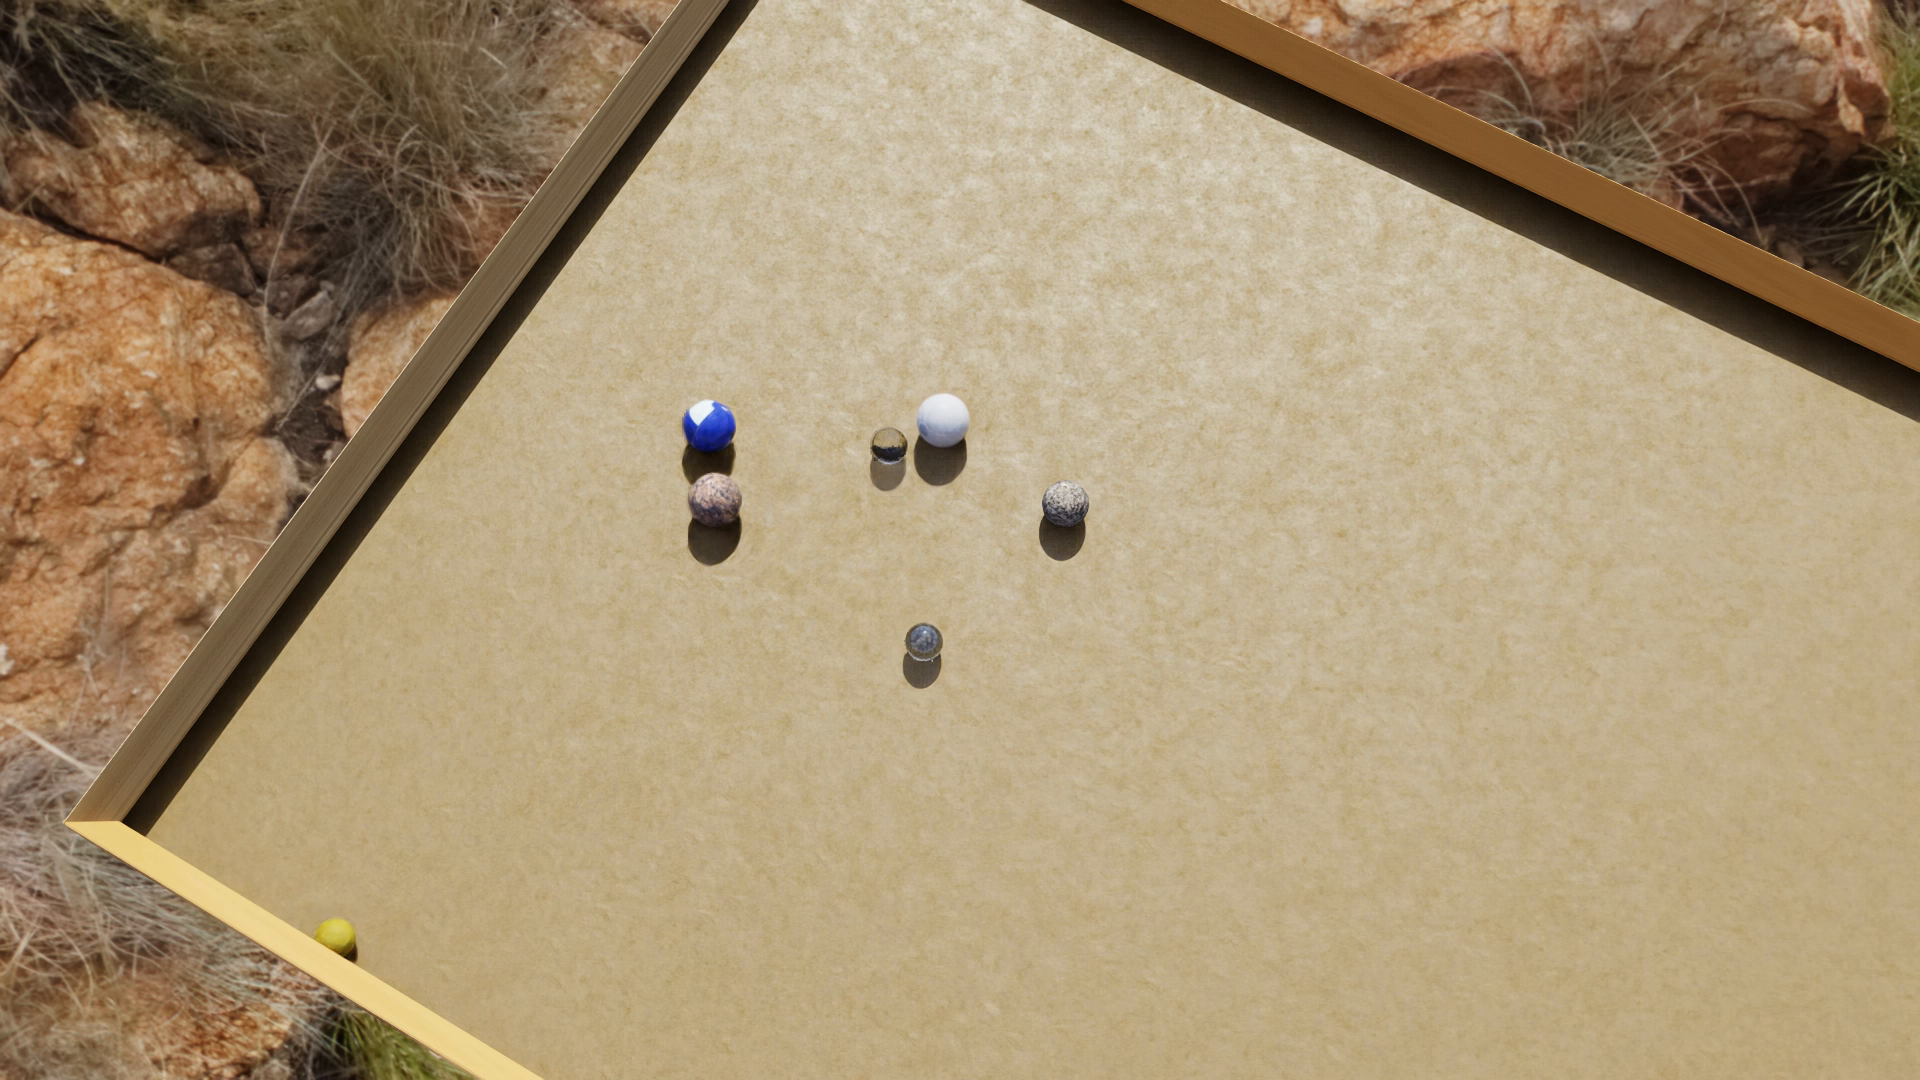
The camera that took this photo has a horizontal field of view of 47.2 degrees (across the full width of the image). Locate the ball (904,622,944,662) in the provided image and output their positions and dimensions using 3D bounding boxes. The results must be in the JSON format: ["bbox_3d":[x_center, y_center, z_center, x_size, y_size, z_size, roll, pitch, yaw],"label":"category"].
[{"bbox_3d":[-0.056,0.159,3.444,0.061,0.061,0.061,0,67,0],"label":"ball"}]

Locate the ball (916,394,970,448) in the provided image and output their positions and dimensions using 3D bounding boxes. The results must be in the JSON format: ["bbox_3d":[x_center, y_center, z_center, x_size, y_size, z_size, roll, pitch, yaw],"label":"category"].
[{"bbox_3d":[-0.027,-0.194,3.577,0.088,0.088,0.088,0,67,0],"label":"ball"}]

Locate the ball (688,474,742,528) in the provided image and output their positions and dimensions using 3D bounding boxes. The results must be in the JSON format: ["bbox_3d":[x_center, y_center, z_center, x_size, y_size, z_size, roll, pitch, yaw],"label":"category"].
[{"bbox_3d":[-0.392,-0.064,3.523,0.086,0.086,0.086,0,67,0],"label":"ball"}]

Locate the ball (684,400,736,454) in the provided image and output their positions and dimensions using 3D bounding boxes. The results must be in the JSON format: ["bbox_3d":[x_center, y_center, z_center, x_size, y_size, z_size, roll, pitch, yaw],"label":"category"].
[{"bbox_3d":[-0.406,-0.184,3.574,0.086,0.086,0.086,0,67,0],"label":"ball"}]

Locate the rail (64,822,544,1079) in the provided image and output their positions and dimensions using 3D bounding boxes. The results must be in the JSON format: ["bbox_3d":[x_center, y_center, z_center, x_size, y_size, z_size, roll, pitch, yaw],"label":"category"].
[{"bbox_3d":[0.265,1.254,2.956,3.636,0.114,0.045,28,70,11],"label":"rail"}]

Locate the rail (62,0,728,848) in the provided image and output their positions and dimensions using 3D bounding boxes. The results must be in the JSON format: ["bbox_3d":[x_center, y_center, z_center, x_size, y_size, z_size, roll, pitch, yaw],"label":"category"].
[{"bbox_3d":[-0.768,-0.413,3.654,0.045,0.114,2.157,28,70,11],"label":"rail"}]

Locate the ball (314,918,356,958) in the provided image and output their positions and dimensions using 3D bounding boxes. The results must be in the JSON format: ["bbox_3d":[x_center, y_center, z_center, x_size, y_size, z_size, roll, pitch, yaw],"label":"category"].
[{"bbox_3d":[-0.926,0.591,3.264,0.060,0.060,0.060,0,67,0],"label":"ball"}]

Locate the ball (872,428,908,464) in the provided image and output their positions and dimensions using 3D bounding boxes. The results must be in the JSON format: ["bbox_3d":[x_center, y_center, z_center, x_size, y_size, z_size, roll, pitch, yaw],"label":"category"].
[{"bbox_3d":[-0.114,-0.153,3.575,0.060,0.060,0.060,0,67,0],"label":"ball"}]

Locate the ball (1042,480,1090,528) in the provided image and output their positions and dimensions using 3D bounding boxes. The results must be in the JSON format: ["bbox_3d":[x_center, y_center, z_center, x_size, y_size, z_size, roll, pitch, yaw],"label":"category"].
[{"bbox_3d":[0.169,-0.058,3.527,0.076,0.076,0.076,0,67,0],"label":"ball"}]

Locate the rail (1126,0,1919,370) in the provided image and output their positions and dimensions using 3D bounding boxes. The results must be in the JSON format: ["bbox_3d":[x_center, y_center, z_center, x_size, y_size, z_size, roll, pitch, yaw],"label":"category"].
[{"bbox_3d":[1.313,-0.436,3.663,3.636,0.114,0.045,28,70,11],"label":"rail"}]
